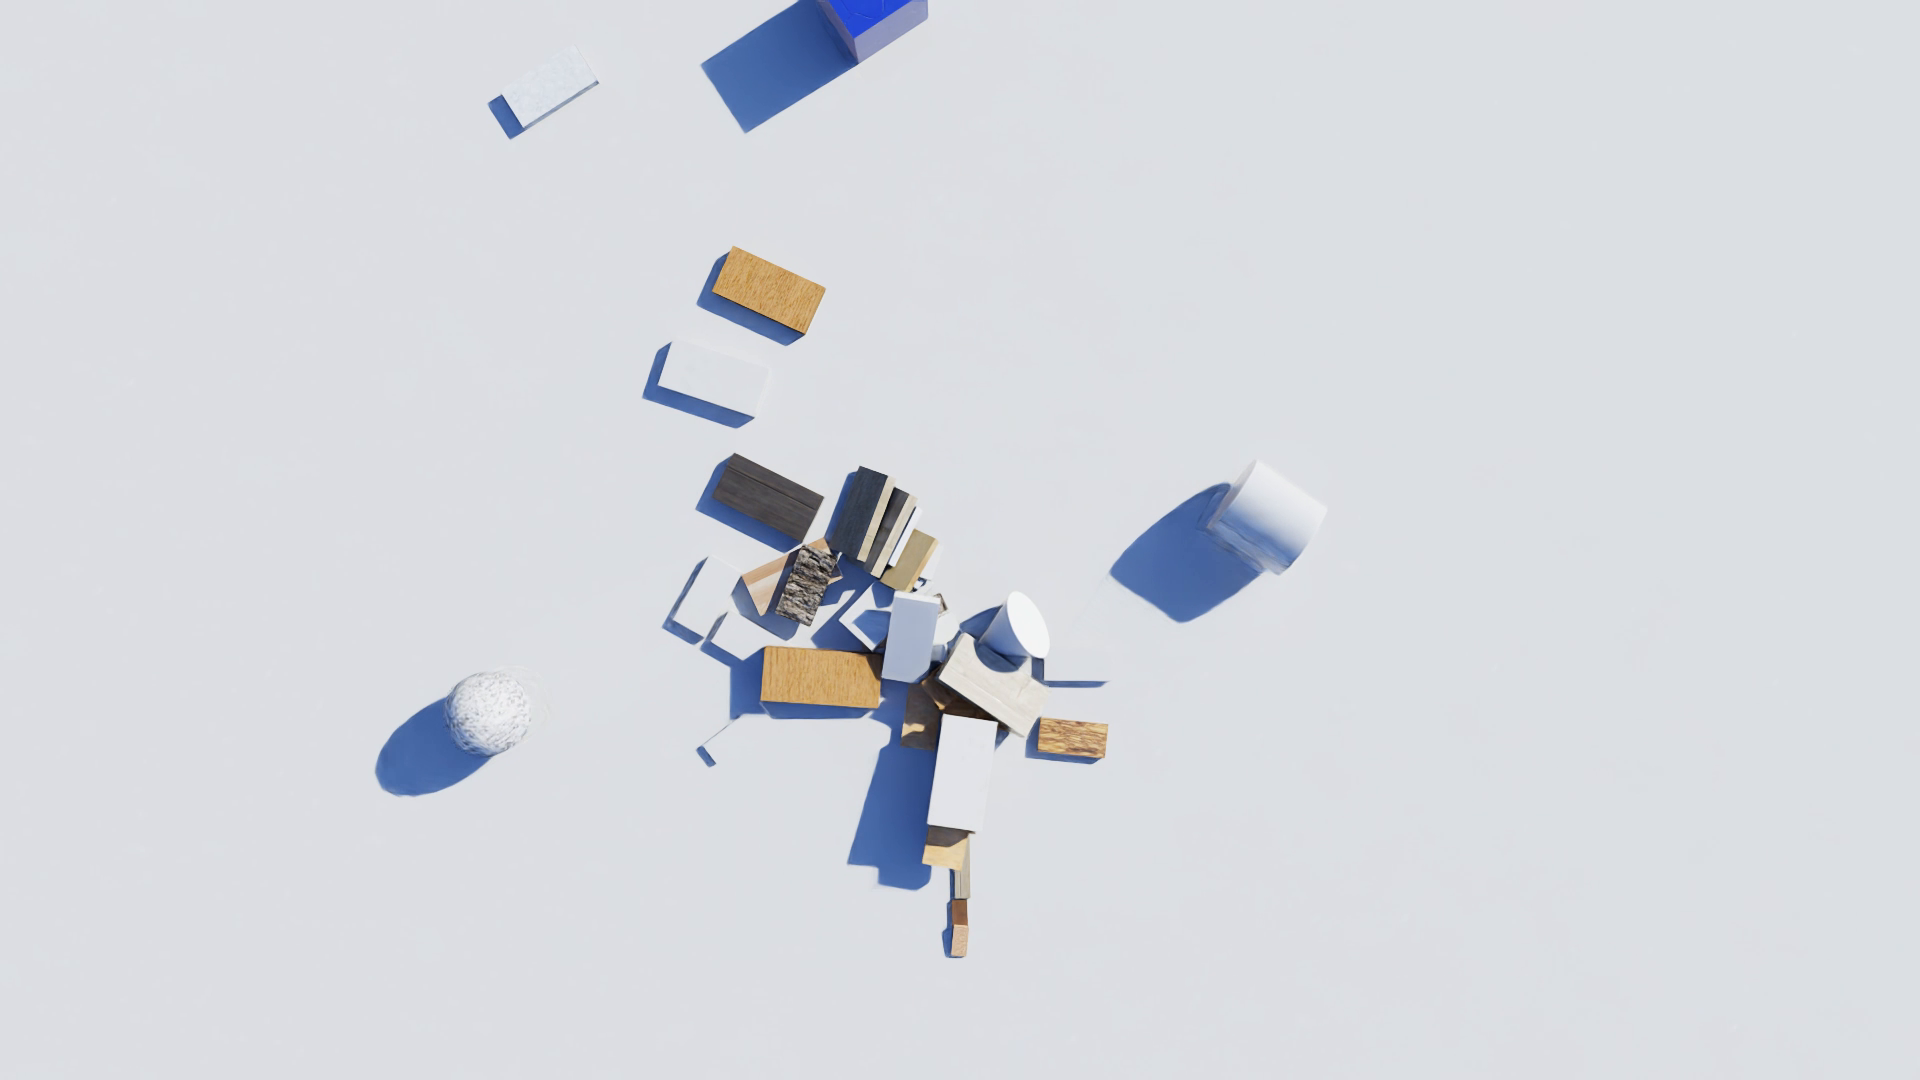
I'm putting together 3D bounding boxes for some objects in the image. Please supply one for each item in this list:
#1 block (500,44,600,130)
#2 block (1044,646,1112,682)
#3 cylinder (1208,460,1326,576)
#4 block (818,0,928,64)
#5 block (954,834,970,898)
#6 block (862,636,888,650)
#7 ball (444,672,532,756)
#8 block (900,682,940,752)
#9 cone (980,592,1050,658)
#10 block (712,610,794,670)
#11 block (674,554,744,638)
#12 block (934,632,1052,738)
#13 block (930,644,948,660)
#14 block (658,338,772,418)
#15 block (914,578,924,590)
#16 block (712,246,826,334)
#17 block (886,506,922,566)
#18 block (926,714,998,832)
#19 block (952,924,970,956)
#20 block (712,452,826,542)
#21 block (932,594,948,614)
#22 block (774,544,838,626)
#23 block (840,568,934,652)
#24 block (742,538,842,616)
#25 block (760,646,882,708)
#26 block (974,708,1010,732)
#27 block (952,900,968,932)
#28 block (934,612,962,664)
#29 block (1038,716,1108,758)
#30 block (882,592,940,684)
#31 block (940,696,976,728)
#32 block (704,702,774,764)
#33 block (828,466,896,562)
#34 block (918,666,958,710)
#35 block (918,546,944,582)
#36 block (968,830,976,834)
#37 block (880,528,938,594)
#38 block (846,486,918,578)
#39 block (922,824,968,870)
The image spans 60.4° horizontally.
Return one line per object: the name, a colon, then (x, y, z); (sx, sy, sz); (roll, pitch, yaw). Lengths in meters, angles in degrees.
block: (-1.363, -1.506, 5.479); (0.291, 0.041, 0.145); (-33, 90, 0)
block: (0.393, 0.410, 5.484); (0.225, 0.032, 0.113); (1, 90, 0)
cylinder: (0.997, -0.072, 5.364); (0.272, 0.272, 0.272); (35, 90, 0)
block: (-0.297, -1.780, 5.361); (0.278, 0.278, 0.278); (-33, 90, 0)
block: (0.007, 0.993, 5.493); (0.051, 0.015, 0.399); (-1, 90, 0)
block: (-0.216, 0.296, 5.484); (0.230, 0.033, 0.115); (-7, 90, 0)
ball: (-1.534, 0.564, 5.363); (0.273, 0.273, 0.273); (0, 90, 0)
block: (-0.125, 0.578, 5.484); (0.115, 0.033, 0.230); (8, 90, 0)
cone: (0.132, 0.325, 5.447); (0.235, 0.235, 0.235); (-28, 90, 27)
block: (-0.687, 0.346, 5.483); (0.247, 0.035, 0.123); (30, 90, 0)
block: (-0.837, 0.187, 5.483); (0.123, 0.035, 0.247); (30, 90, 0)
block: (0.109, 0.478, 5.410); (0.355, 0.050, 0.177); (35, 72, -11)
block: (-0.089, 0.370, 5.438); (0.107, 0.015, 0.054); (-4, 104, 28)
block: (-0.814, -0.540, 5.476); (0.335, 0.047, 0.167); (18, 90, 0)
block: (-0.130, 0.099, 5.439); (0.061, 0.017, 0.122); (34, 76, 6)
block: (-0.633, -0.829, 5.476); (0.335, 0.047, 0.167); (25, 90, 0)
block: (-0.211, -0.023, 5.444); (0.030, 0.104, 0.209); (31, 84, -43)
block: (0.007, 0.755, 5.348); (0.177, 0.050, 0.355); (9, 83, -2)
block: (0.001, 1.332, 5.483); (0.051, 0.015, 0.103); (5, 100, -1)
block: (-0.635, -0.142, 5.476); (0.335, 0.047, 0.167); (26, 90, 0)
block: (-0.102, 0.231, 5.461); (0.122, 0.017, 0.061); (-31, 101, -26)
block: (-0.506, 0.149, 5.440); (0.123, 0.035, 0.247); (22, 90, 0)
block: (-0.242, 0.208, 5.452); (0.149, 0.042, 0.299); (42, 83, 8)
block: (-0.556, 0.121, 5.479); (0.299, 0.042, 0.149); (-25, 90, 0)
block: (-0.457, 0.452, 5.453); (0.387, 0.050, 0.177); (4, 93, -5)
block: (0.122, 0.580, 5.448); (0.157, 0.022, 0.078); (19, 71, -23)
block: (0.000, 1.251, 5.493); (0.051, 0.015, 0.103); (-2, 90, 0)
block: (-0.031, 0.353, 5.467); (0.104, 0.030, 0.209); (-27, 94, -12)
block: (0.375, 0.656, 5.484); (0.225, 0.032, 0.113); (6, 90, 0)
block: (-0.161, 0.322, 5.394); (0.149, 0.042, 0.299); (10, 112, 0)
block: (-0.006, 0.633, 5.428); (0.115, 0.033, 0.230); (4, 76, 1)
block: (-0.738, 0.643, 5.489); (0.235, 0.022, 0.078); (-37, 90, 0)
block: (-0.322, -0.088, 5.436); (0.145, 0.041, 0.291); (21, 90, 42)
block: (-0.013, 0.447, 5.429); (0.225, 0.032, 0.113); (-37, 97, -16)
block: (-0.104, 0.069, 5.431); (0.061, 0.017, 0.121); (19, 75, 2)
block: (-0.008, 0.840, 5.458); (0.130, 0.037, 0.259); (3, 79, 0)
block: (-0.165, 0.071, 5.416); (0.104, 0.030, 0.209); (25, 80, 33)
block: (-0.258, -0.035, 5.433); (0.041, 0.145, 0.291); (26, 90, -43)
block: (-0.036, 0.939, 5.395); (0.130, 0.037, 0.259); (11, 95, -1)
